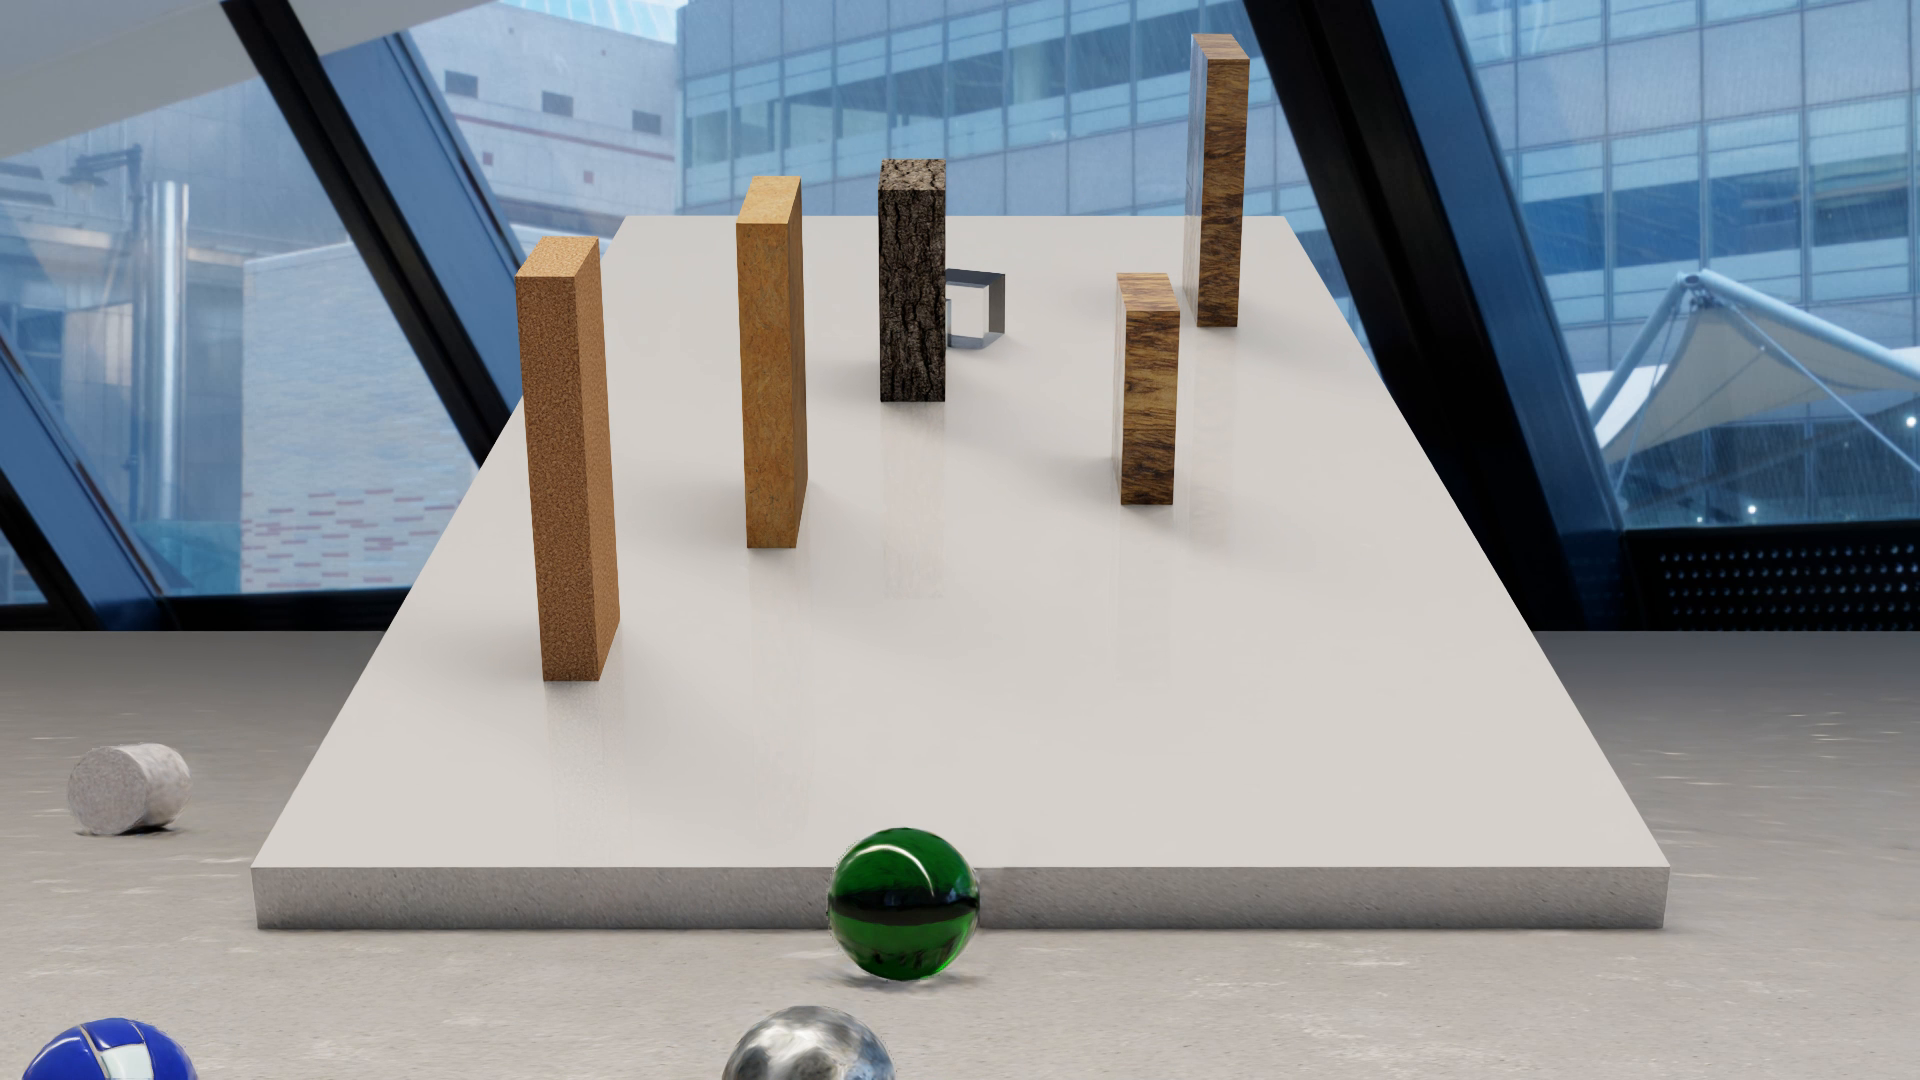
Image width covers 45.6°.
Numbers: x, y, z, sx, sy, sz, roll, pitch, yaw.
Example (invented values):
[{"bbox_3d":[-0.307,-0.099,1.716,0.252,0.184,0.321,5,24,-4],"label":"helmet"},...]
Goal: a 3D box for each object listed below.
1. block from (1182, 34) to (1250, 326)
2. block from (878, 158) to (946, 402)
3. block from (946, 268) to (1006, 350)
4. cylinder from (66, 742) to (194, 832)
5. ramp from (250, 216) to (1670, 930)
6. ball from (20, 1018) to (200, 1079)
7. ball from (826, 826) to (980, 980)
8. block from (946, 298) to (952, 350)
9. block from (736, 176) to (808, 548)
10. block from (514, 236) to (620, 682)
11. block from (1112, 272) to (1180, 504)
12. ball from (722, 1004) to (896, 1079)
[{"bbox_3d":[0.653,-0.929,5.871,0.103,0.674,0.403,0,21,0],"label":"block"},{"bbox_3d":[-0.108,-0.605,5.286,0.149,0.490,0.334,0,21,0],"label":"block"},{"bbox_3d":[0.013,-0.575,5.676,0.154,0.154,0.154,8,23,20],"label":"block"},{"bbox_3d":[-1.735,0.520,4.778,0.179,0.179,0.179,-1,-12,16],"label":"cylinder"},{"bbox_3d":[-0.006,-0.216,5.100,2.000,0.100,4.000,0,21,0],"label":"ramp"},{"bbox_3d":[-0.644,0.430,1.727,0.134,0.134,0.134,0,-2,0],"label":"ball"},{"bbox_3d":[-0.069,0.443,2.788,0.186,0.186,0.186,0,-2,0],"label":"ball"},{"bbox_3d":[-0.103,-0.523,5.585,0.122,0.122,0.122,11,24,26],"label":"block"},{"bbox_3d":[-0.361,-0.352,4.437,0.093,0.631,0.403,0,21,0],"label":"block"},{"bbox_3d":[-0.646,-0.135,3.794,0.093,0.690,0.263,0,21,0],"label":"block"},{"bbox_3d":[0.375,-0.311,4.653,0.105,0.402,0.294,0,21,0],"label":"block"},{"bbox_3d":[-0.117,0.430,1.766,0.138,0.138,0.138,0,-2,0],"label":"ball"}]
